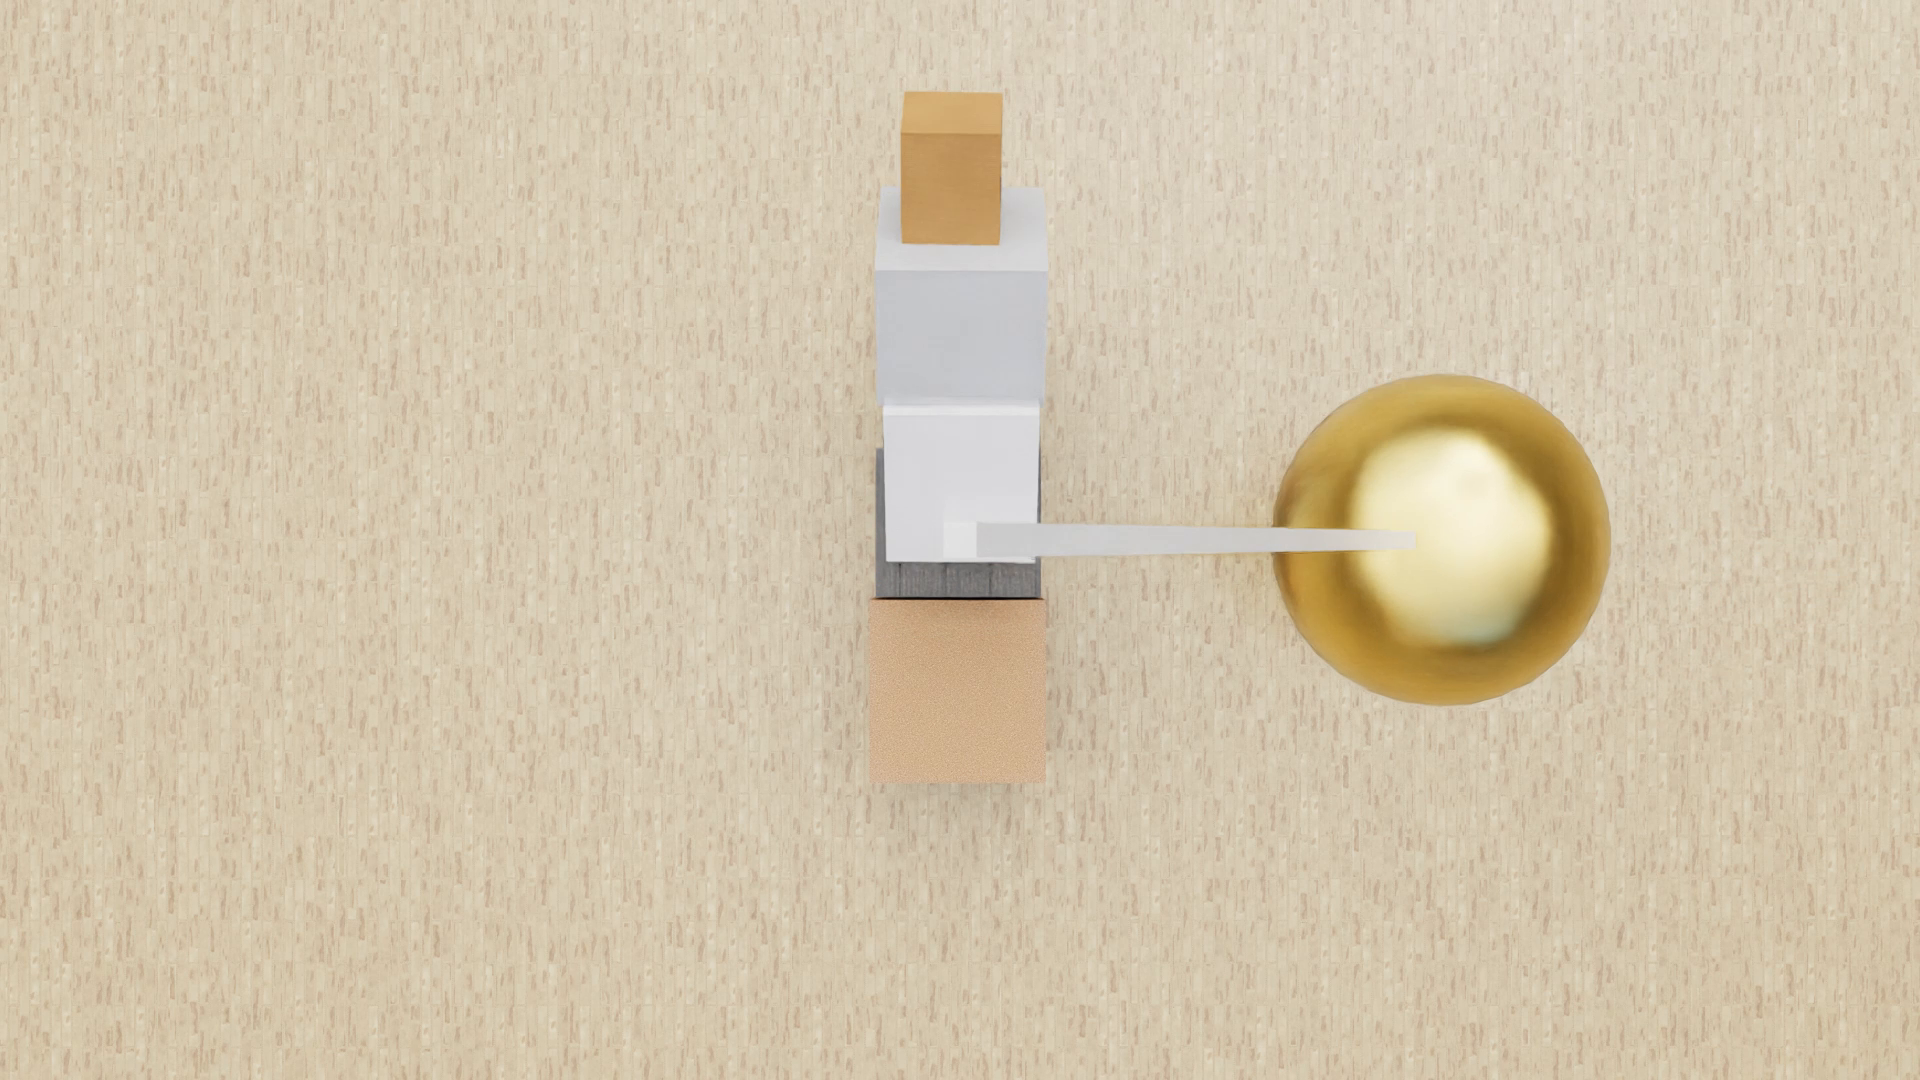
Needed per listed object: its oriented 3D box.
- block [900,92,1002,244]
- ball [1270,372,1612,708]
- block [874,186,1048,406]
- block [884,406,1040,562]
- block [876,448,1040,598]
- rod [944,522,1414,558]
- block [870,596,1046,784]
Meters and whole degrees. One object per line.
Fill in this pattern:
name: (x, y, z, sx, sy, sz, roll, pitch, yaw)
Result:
block: (-0.039, -1.834, 10.845, 0.483, 0.473, 0.592, 1, 125, 1)
ball: (2.295, 0.000, 10.551, 1.600, 1.600, 1.600, 0, 90, 0)
block: (0.008, -1.246, 11.193, 0.839, 0.899, 0.769, 0, 125, 0)
block: (0.007, -0.504, 11.596, 0.781, 0.869, 0.907, 0, 125, 0)
block: (-0.010, -0.097, 12.607, 0.920, 0.787, 0.829, 0, 90, 0)
rod: (0.994, 0.000, 7.409, 0.080, 5.200, 0.080, 0, 90, 22)
block: (-0.013, 0.825, 12.473, 0.958, 1.055, 0.993, 0, 90, 0)
